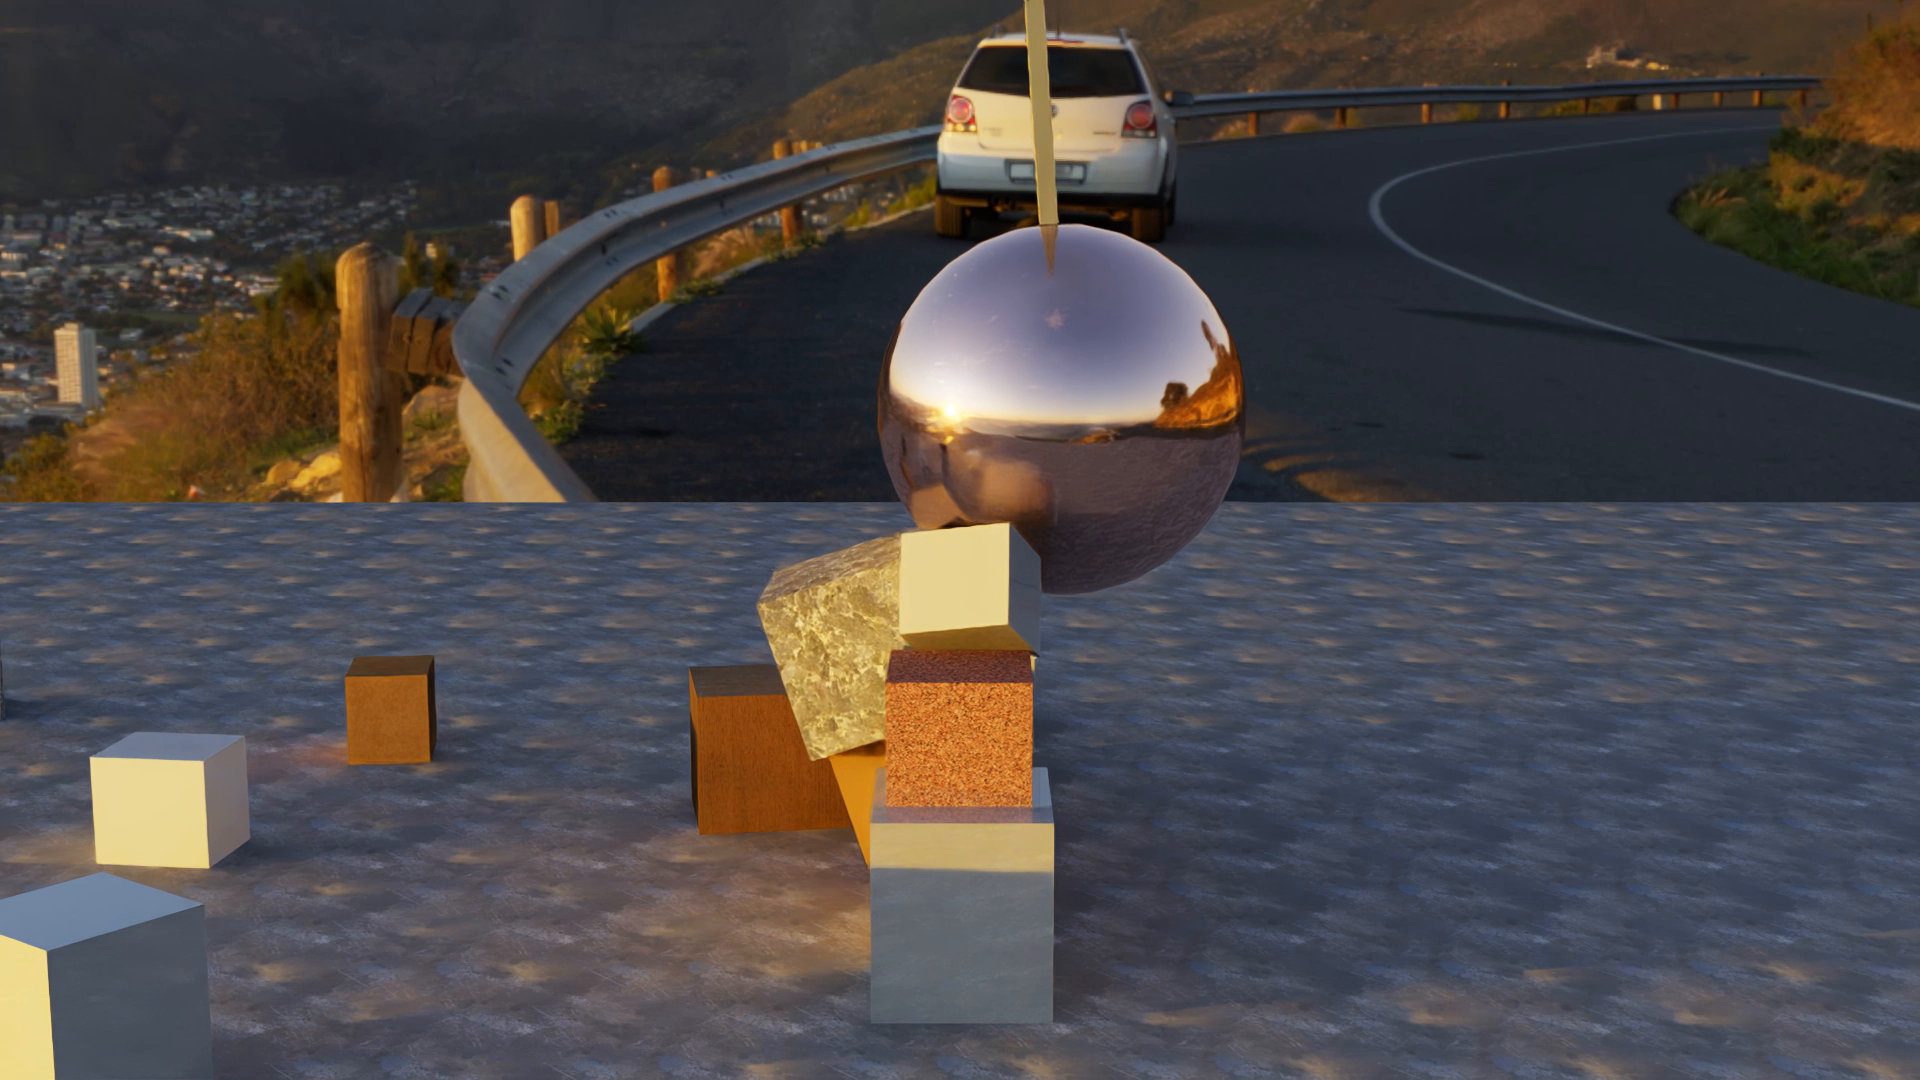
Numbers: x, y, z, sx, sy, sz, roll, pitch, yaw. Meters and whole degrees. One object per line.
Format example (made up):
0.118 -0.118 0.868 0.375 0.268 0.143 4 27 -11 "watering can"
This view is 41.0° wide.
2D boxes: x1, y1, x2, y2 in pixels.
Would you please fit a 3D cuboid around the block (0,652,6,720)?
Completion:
-5.617 0.727 14.209 0.576 0.485 0.534 -4 11 -22 "block"

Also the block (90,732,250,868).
-3.593 1.180 11.696 0.531 0.494 0.460 1 10 7 "block"

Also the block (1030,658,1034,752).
0.030 0.722 13.761 0.734 0.657 0.763 0 10 1 "block"

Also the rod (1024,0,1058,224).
0.190 -3.900 10.471 0.080 5.200 0.080 -4 10 1 "rod"

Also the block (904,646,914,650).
0.008 0.772 10.504 0.497 0.567 0.562 0 10 1 "block"

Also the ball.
0.437 -0.563 11.078 1.600 1.600 1.600 0 10 0 "ball"

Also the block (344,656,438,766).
-2.967 0.884 13.402 0.413 0.465 0.460 -1 10 -7 "block"

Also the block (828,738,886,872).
-0.147 1.067 11.293 0.647 0.693 0.660 -18 10 4 "block"

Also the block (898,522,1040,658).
0.043 0.220 10.187 0.449 0.420 0.415 -6 -22 18 "block"

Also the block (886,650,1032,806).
0.000 0.721 9.922 0.550 0.480 0.560 0 10 0 "block"

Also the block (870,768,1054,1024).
0.007 1.359 9.923 0.681 0.776 0.779 0 10 0 "block"

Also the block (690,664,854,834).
-0.900 0.987 12.291 0.742 0.660 0.629 -2 10 -9 "block"

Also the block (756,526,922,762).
-0.390 0.430 11.115 0.711 0.709 0.729 -18 10 5 "block"

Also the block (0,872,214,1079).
-3.048 1.601 8.903 0.601 0.665 0.614 8 13 37 "block"
